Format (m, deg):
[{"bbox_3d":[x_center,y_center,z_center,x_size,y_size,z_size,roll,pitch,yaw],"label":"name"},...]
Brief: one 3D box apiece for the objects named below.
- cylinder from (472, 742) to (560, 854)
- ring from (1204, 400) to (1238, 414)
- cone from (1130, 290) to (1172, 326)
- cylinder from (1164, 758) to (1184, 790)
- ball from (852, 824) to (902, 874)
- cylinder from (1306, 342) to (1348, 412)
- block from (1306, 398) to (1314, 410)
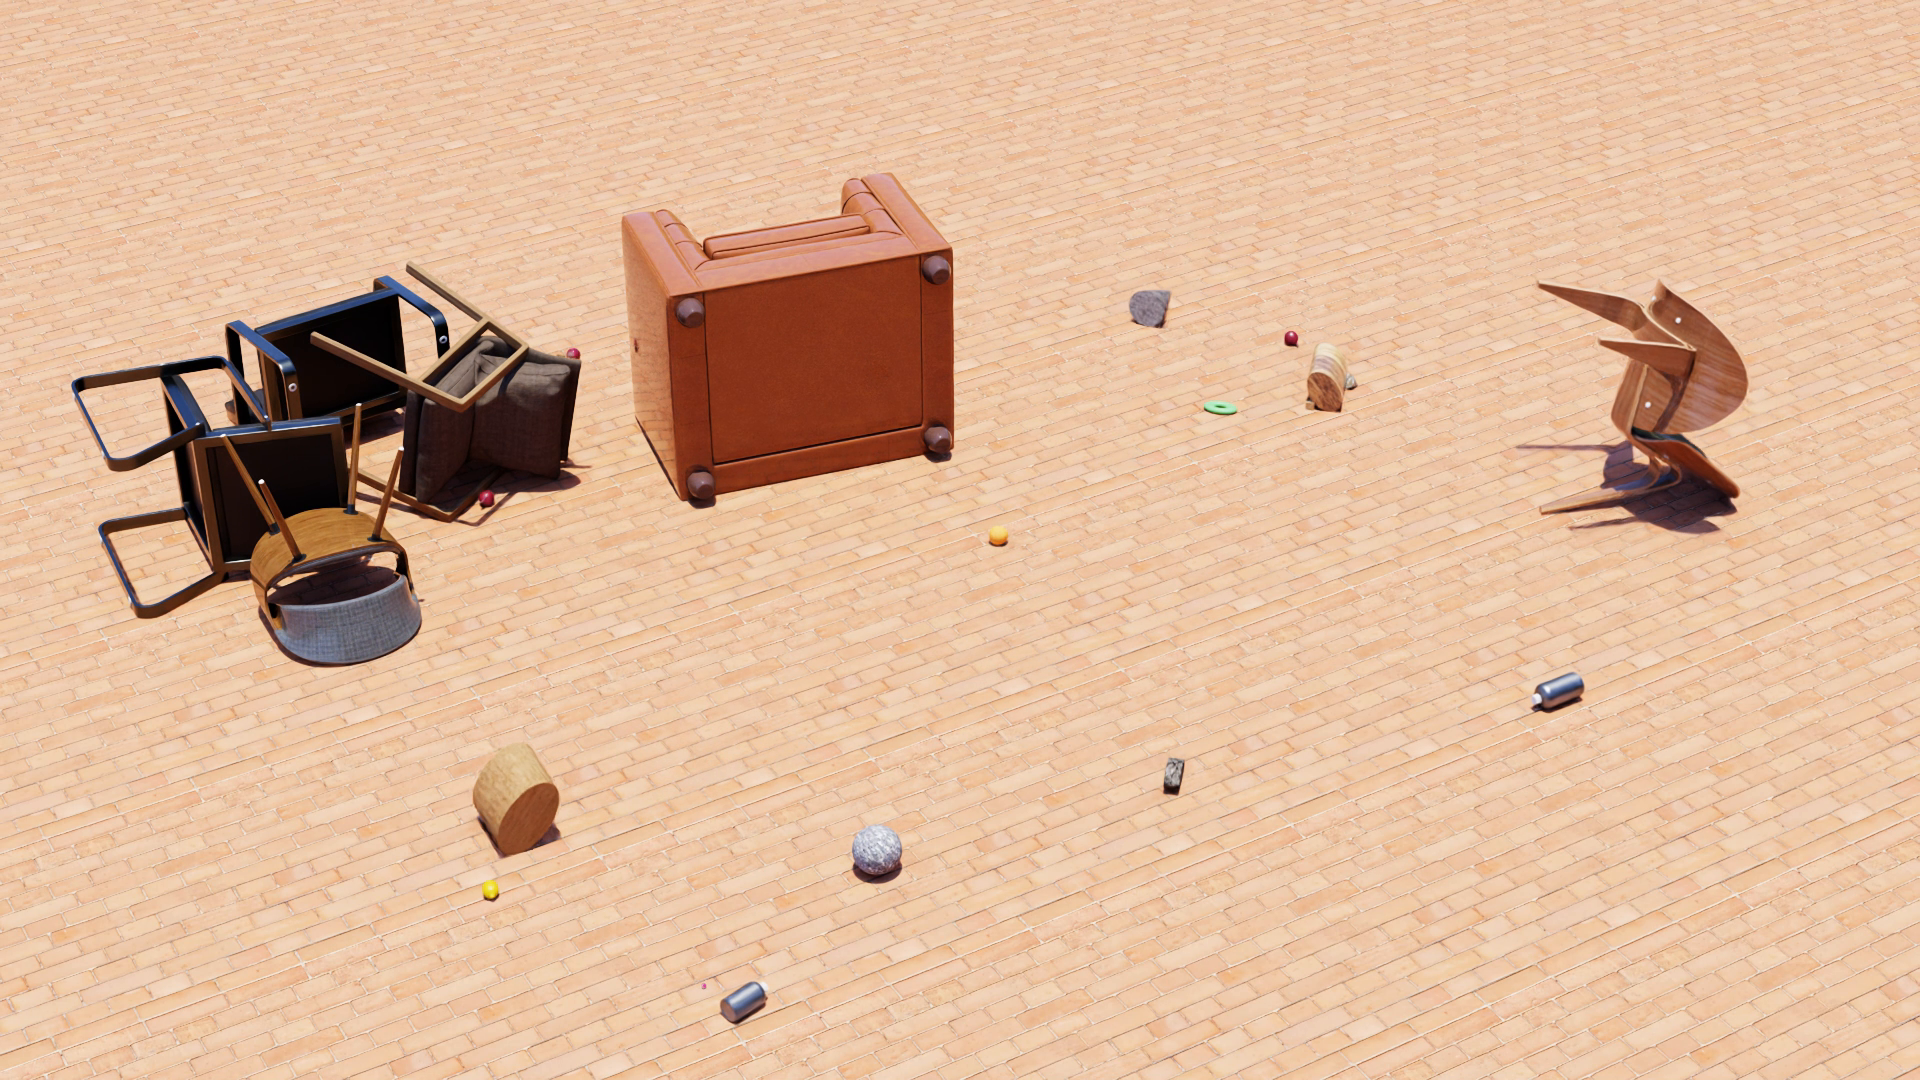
[{"bbox_3d":[-1.432,0.833,9.451,0.175,0.283,0.237,21,17,-39],"label":"cylinder"},{"bbox_3d":[1.042,-0.529,11.727,0.136,0.023,0.082,9,34,12],"label":"ring"},{"bbox_3d":[0.846,-1.018,12.421,0.161,0.146,0.326,45,30,5],"label":"cone"},{"bbox_3d":[0.709,0.772,9.703,0.052,0.076,0.139,7,31,10],"label":"cylinder"},{"bbox_3d":[-0.262,0.983,9.308,0.160,0.160,0.160,0,33,0],"label":"ball"},{"bbox_3d":[1.476,-0.656,11.778,0.123,0.192,0.247,-21,25,25],"label":"cylinder"},{"bbox_3d":[1.402,-0.544,11.739,0.033,0.035,0.040,7,34,10],"label":"block"}]
